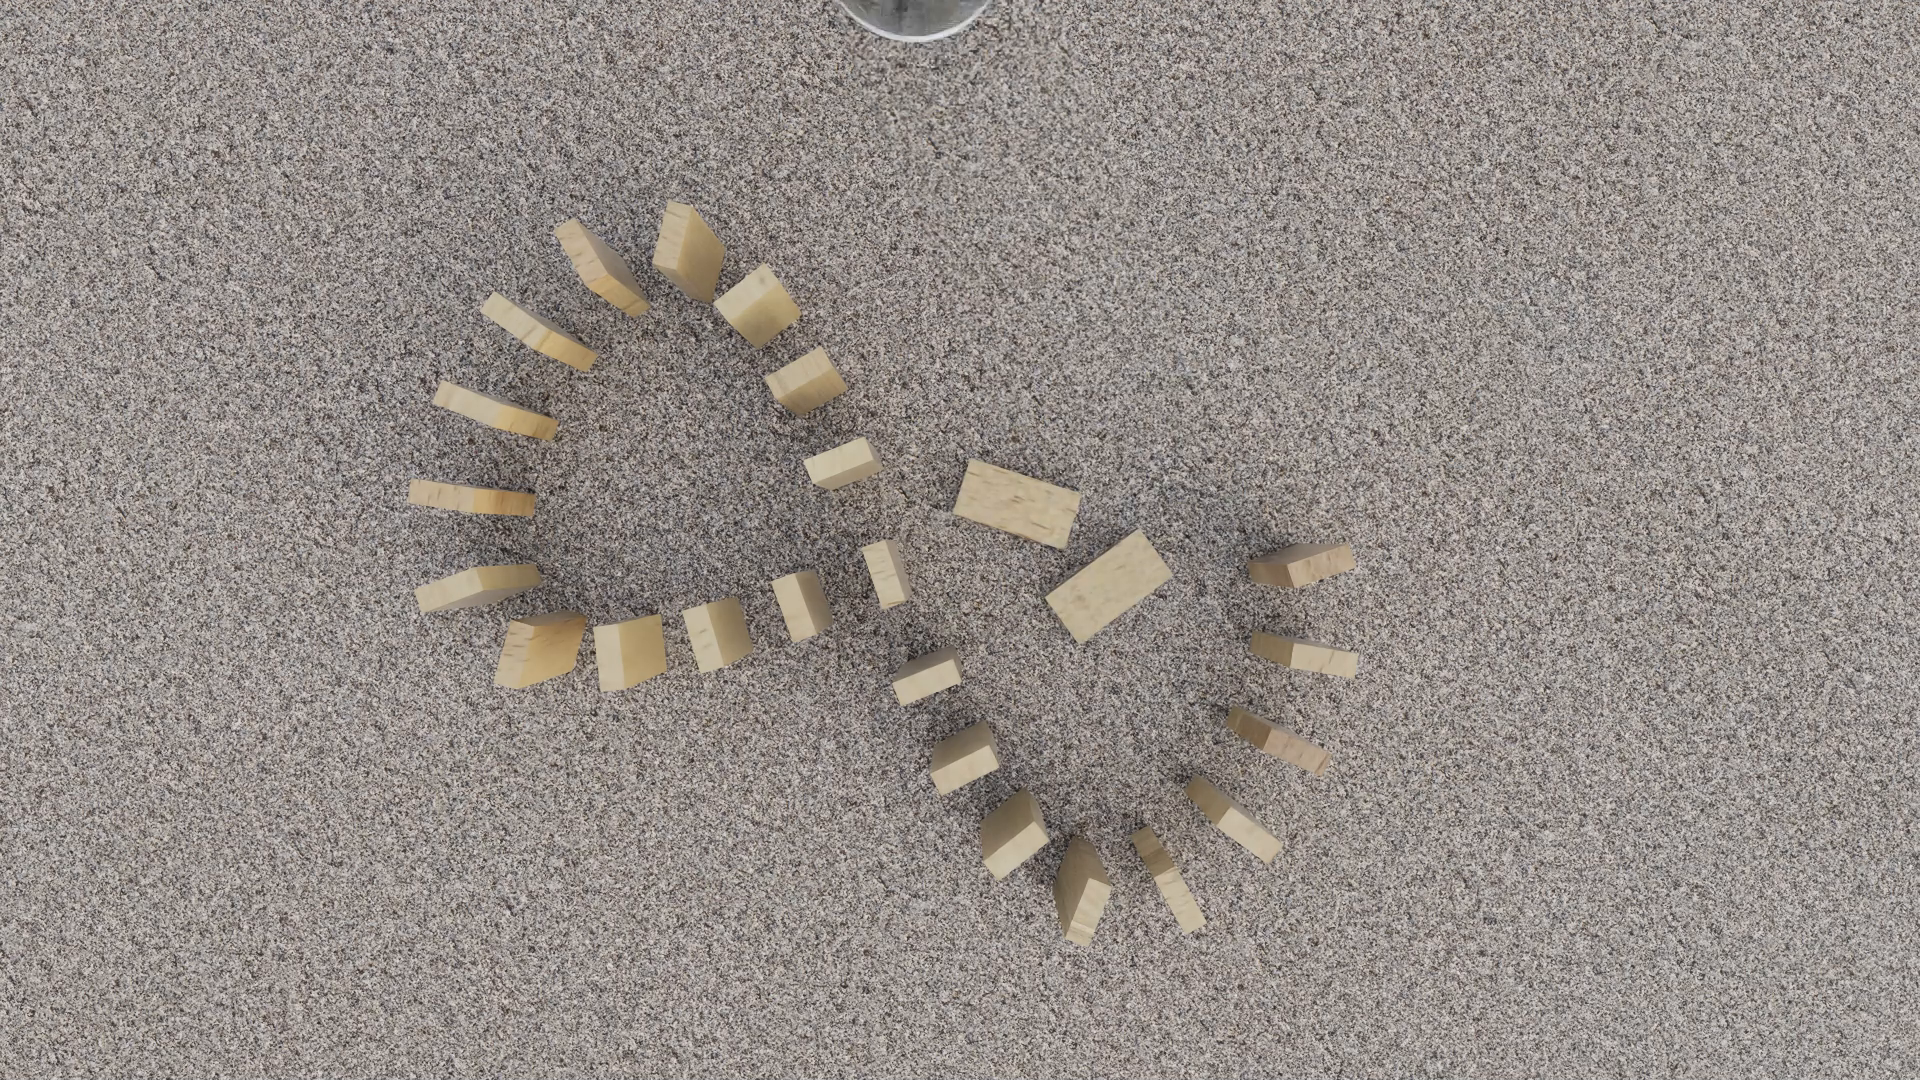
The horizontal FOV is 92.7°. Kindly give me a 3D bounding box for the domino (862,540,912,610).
[{"bbox_3d":[-0.029,0.013,0.375,0.009,0.050,0.025,-19,90,0],"label":"domino"}]

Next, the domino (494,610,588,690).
[{"bbox_3d":[-0.170,0.044,0.375,0.009,0.050,0.025,16,90,0],"label":"domino"}]

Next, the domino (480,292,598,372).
[{"bbox_3d":[-0.171,-0.084,0.375,0.025,0.050,0.009,35,90,0],"label":"domino"}]

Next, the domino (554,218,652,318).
[{"bbox_3d":[-0.145,-0.110,0.375,0.009,0.050,0.025,-31,90,0],"label":"domino"}]

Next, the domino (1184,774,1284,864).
[{"bbox_3d":[0.111,0.113,0.375,0.025,0.050,0.010,36,90,0],"label":"domino"}]

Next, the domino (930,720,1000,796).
[{"bbox_3d":[0.002,0.088,0.375,0.025,0.050,0.010,-26,90,0],"label":"domino"}]

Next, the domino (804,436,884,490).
[{"bbox_3d":[-0.046,-0.031,0.375,0.025,0.050,0.010,-22,90,0],"label":"domino"}]

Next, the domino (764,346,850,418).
[{"bbox_3d":[-0.062,-0.064,0.375,0.025,0.050,0.010,-29,90,0],"label":"domino"}]

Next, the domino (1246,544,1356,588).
[{"bbox_3d":[0.138,0.010,0.375,0.025,0.050,0.009,-19,90,0],"label":"domino"}]

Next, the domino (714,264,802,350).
[{"bbox_3d":[-0.082,-0.095,0.375,0.025,0.050,0.009,-38,90,0],"label":"domino"}]

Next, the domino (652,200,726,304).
[{"bbox_3d":[-0.110,-0.117,0.375,0.010,0.050,0.025,15,90,0],"label":"domino"}]

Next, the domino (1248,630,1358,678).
[{"bbox_3d":[0.139,0.046,0.375,0.025,0.050,0.010,10,90,0],"label":"domino"}]

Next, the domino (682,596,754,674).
[{"bbox_3d":[-0.098,0.038,0.375,0.009,0.050,0.025,-17,90,0],"label":"domino"}]

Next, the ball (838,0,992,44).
[{"bbox_3d":[-0.018,-0.241,0.360,0.080,0.080,0.080,0,90,0],"label":"ball"}]

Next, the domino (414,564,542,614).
[{"bbox_3d":[-0.195,0.019,0.375,0.025,0.050,0.009,-21,90,0],"label":"domino"}]

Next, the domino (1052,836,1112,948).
[{"bbox_3d":[0.049,0.142,0.375,0.009,0.050,0.025,22,90,0],"label":"domino"}]

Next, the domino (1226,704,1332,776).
[{"bbox_3d":[0.129,0.081,0.375,0.025,0.050,0.010,24,90,0],"label":"domino"}]

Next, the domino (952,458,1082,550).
[{"bbox_3d":[0.024,-0.015,0.395,0.050,0.009,0.025,18,90,0],"label":"domino"}]

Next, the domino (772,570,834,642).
[{"bbox_3d":[-0.063,0.026,0.375,0.009,0.050,0.025,-20,90,0],"label":"domino"}]

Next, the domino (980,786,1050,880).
[{"bbox_3d":[0.022,0.119,0.375,0.025,0.050,0.010,-38,90,0],"label":"domino"}]

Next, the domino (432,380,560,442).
[{"bbox_3d":[-0.188,-0.052,0.375,0.025,0.050,0.010,22,90,0],"label":"domino"}]

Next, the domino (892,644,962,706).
[{"bbox_3d":[-0.013,0.054,0.375,0.025,0.050,0.009,-22,90,0],"label":"domino"}]

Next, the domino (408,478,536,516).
[{"bbox_3d":[-0.198,-0.017,0.375,0.025,0.050,0.010,9,90,0],"label":"domino"}]

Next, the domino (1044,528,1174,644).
[{"bbox_3d":[0.064,0.020,0.395,0.050,0.010,0.025,-36,90,0],"label":"domino"}]

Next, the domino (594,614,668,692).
[{"bbox_3d":[-0.134,0.045,0.375,0.010,0.050,0.025,-7,90,0],"label":"domino"}]

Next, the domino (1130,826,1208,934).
[{"bbox_3d":[0.084,0.138,0.375,0.009,0.050,0.025,-29,90,0],"label":"domino"}]
